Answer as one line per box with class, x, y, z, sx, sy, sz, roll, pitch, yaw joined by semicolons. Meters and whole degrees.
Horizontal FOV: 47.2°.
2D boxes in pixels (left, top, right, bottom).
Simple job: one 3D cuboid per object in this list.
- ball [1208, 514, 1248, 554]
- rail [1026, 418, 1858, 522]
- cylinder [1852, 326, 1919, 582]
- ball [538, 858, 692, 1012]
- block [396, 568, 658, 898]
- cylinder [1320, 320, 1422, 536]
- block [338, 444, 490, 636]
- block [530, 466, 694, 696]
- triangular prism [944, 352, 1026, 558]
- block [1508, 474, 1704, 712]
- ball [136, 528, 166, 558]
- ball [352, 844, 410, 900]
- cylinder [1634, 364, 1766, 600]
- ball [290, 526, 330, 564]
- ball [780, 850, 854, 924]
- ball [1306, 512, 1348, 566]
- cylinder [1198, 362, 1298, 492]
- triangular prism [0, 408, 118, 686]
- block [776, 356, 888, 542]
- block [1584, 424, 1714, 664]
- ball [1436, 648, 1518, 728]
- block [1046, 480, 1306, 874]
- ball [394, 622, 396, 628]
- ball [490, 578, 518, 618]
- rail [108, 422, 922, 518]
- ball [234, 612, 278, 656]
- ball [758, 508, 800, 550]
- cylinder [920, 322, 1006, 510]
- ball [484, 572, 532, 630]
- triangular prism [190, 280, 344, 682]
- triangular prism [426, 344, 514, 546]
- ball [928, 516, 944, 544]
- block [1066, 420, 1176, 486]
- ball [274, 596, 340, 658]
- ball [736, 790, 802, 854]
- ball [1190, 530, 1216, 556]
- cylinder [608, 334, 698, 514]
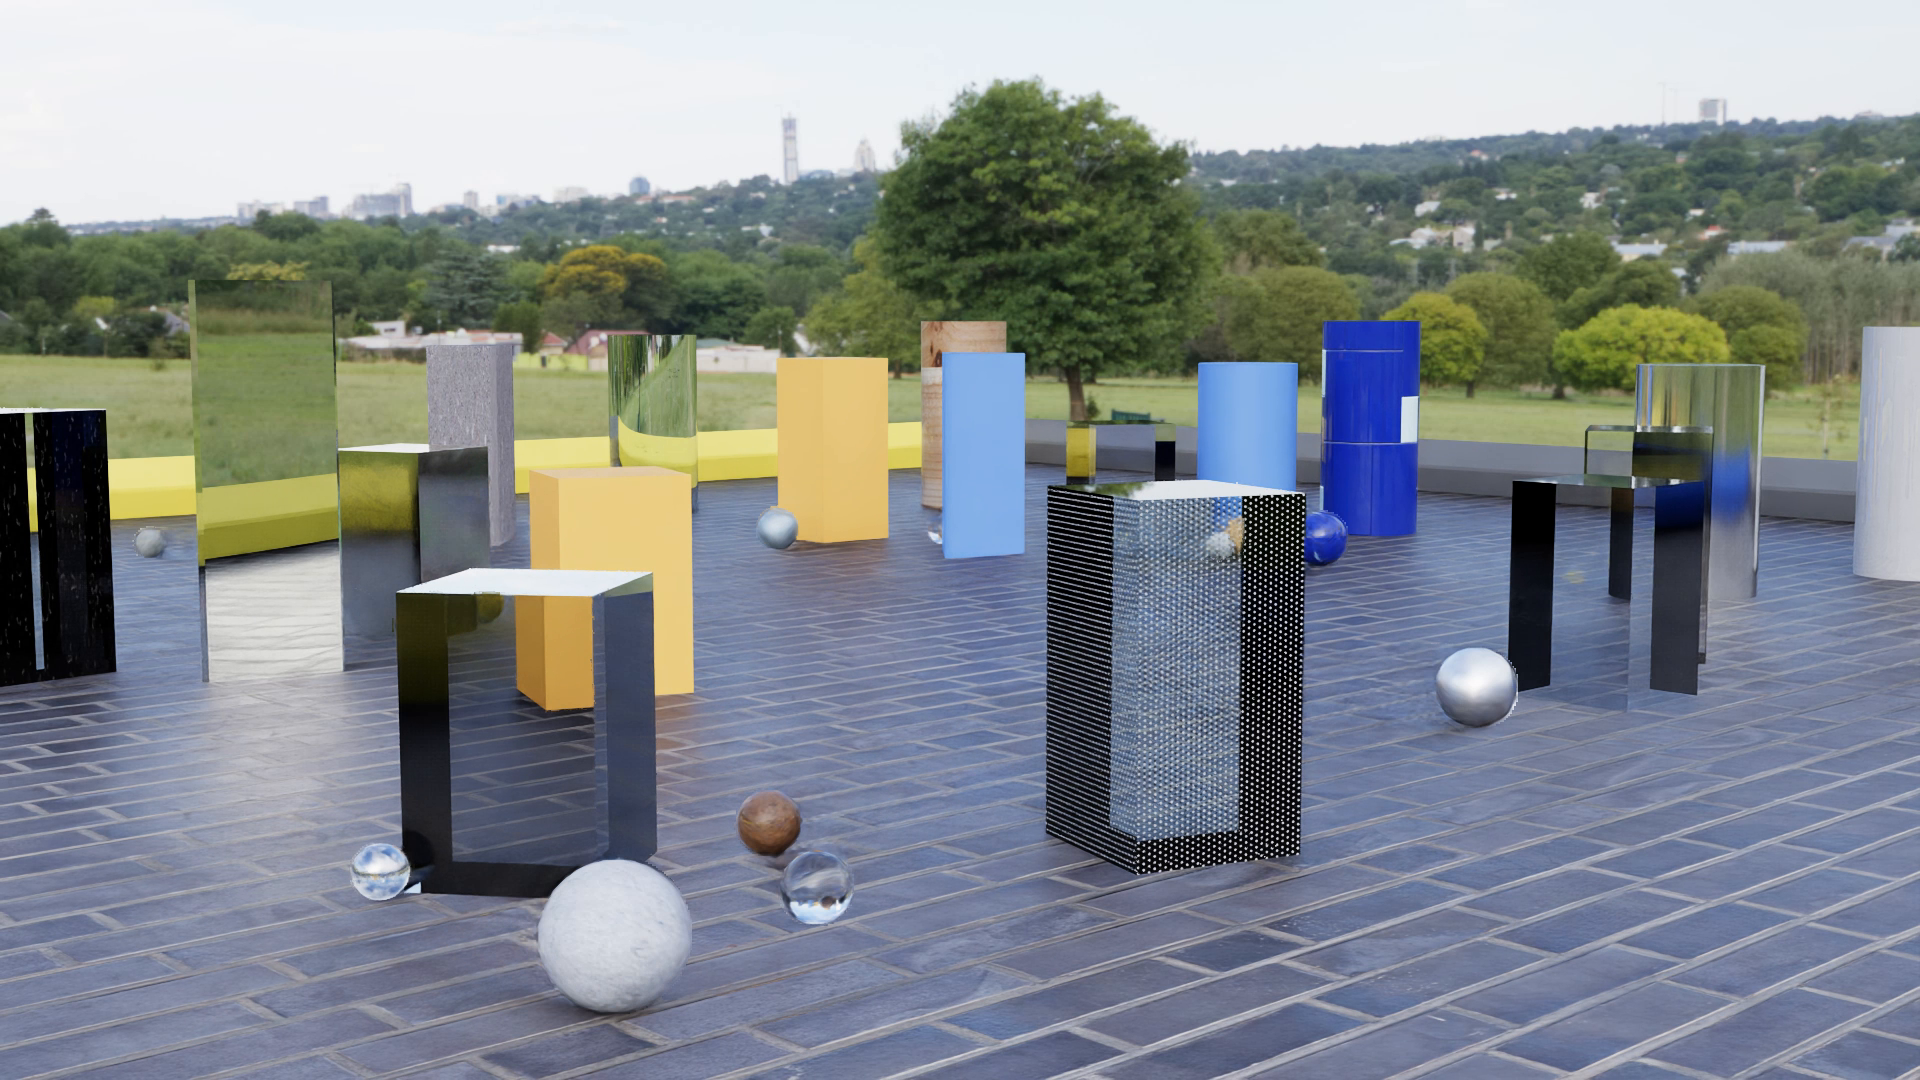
ball;0.487;-0.011;4.005;0.074;0.074;0.074;0;6;0
rail;1.636;-0.125;4.834;0.045;0.125;4.406;-6;8;-42
cylinder;1.604;-0.148;3.674;0.193;0.415;0.193;0;6;0
ball;-0.220;0.251;1.398;0.096;0.096;0.096;0;6;0
block;-0.338;0.148;1.735;0.154;0.232;0.154;1;6;9
cylinder;0.820;-0.227;4.400;0.193;0.420;0.193;0;6;0
block;-0.765;-0.002;3.064;0.154;0.252;0.154;3;7;24
block;-0.411;0.047;2.589;0.154;0.254;0.154;-3;7;-23
triangular prism;0.010;-0.159;4.022;0.167;0.365;0.145;-4;7;-33
block;0.743;0.056;2.532;0.154;0.249;0.154;-6;8;-43
ball;-1.451;0.006;3.944;0.052;0.052;0.052;0;6;0
ball;-0.438;0.251;1.662;0.043;0.043;0.043;0;6;0
cylinder;1.155;-0.096;3.449;0.193;0.358;0.193;0;6;0
ball;-1.139;0.008;3.857;0.067;0.067;0.067;0;6;0
ball;-0.104;0.252;1.597;0.053;0.053;0.053;0;6;0
ball;0.627;-0.002;3.825;0.093;0.093;0.093;0;6;0
cylinder;0.561;-0.175;4.299;0.193;0.339;0.193;0;6;0
triangular prism;-1.149;0.003;2.679;0.145;0.323;0.167;5;8;39
block;-0.248;-0.180;4.288;0.154;0.349;0.154;-5;8;-39
block;0.889;0.001;2.848;0.154;0.291;0.154;2;6;18
ball;0.551;0.157;2.347;0.086;0.086;0.086;0;6;0
block;0.176;0.106;1.822;0.154;0.297;0.154;-3;7;-25
ball;-0.721;0.112;2.918;0.056;0.056;0.056;0;6;0
ball;-0.669;0.083;3.176;0.059;0.059;0.059;0;6;0
rail;-1.478;-0.135;4.925;4.501;0.125;0.045;-6;8;-42
ball;-0.904;0.121;2.828;0.056;0.056;0.056;0;6;0
ball;-0.337;-0.021;4.083;0.076;0.076;0.076;0;6;0
cylinder;0.009;-0.284;4.957;0.193;0.417;0.193;0;6;0
ball;-0.621;0.085;3.056;0.082;0.082;0.082;0;6;0
triangular prism;-0.868;-0.078;2.709;0.167;0.478;0.145;-4;7;-31
triangular prism;-0.910;-0.187;4.234;0.167;0.376;0.145;3;7;30
ball;-0.034;-0.018;4.170;0.053;0.053;0.053;0;6;0
block;0.294;-0.098;4.043;0.154;0.238;0.154;-2;6;-17
ball;-0.837;0.111;2.818;0.080;0.080;0.080;0;6;0
ball;-0.156;0.231;1.800;0.053;0.053;0.053;0;6;0
ball;0.439;0.005;3.970;0.049;0.049;0.049;0;6;0
cylinder;-0.672;-0.255;4.818;0.193;0.388;0.193;0;6;0
